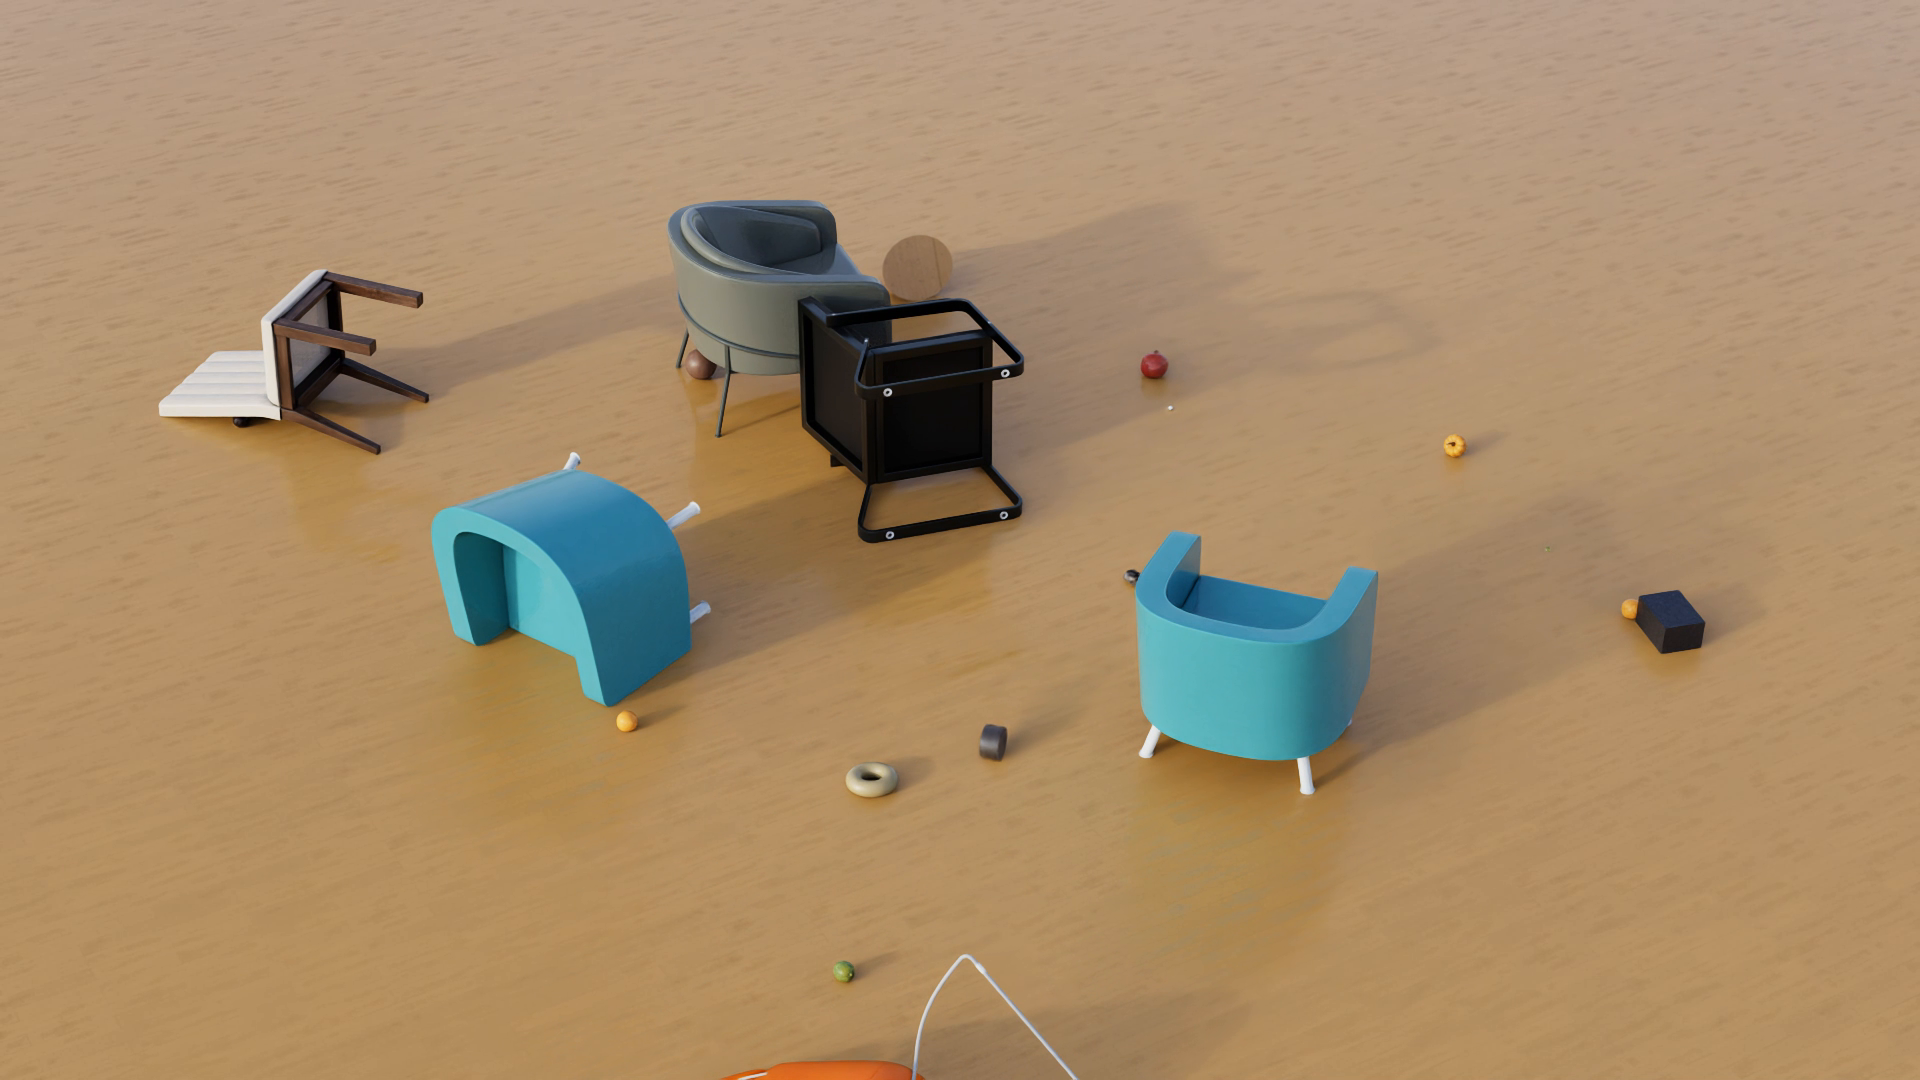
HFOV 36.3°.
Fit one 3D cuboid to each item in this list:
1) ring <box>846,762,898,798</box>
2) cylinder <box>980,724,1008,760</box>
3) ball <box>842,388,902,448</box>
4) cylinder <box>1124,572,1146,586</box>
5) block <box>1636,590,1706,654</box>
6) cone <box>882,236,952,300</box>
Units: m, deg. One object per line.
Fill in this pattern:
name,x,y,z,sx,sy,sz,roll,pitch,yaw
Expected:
ring,-0.291,0.792,9.692,0.176,0.057,0.156,-5,33,-9
cylinder,0.111,0.676,9.815,0.063,0.113,0.111,10,22,15
ball,-0.342,-0.476,11.453,0.234,0.234,0.234,0,33,0
cylinder,0.640,0.141,10.697,0.071,0.037,0.059,-7,40,52
block,2.519,0.290,10.403,0.153,0.111,0.209,-8,34,-12
cone,-0.241,-1.186,12.628,0.320,0.276,0.348,-14,14,-18
